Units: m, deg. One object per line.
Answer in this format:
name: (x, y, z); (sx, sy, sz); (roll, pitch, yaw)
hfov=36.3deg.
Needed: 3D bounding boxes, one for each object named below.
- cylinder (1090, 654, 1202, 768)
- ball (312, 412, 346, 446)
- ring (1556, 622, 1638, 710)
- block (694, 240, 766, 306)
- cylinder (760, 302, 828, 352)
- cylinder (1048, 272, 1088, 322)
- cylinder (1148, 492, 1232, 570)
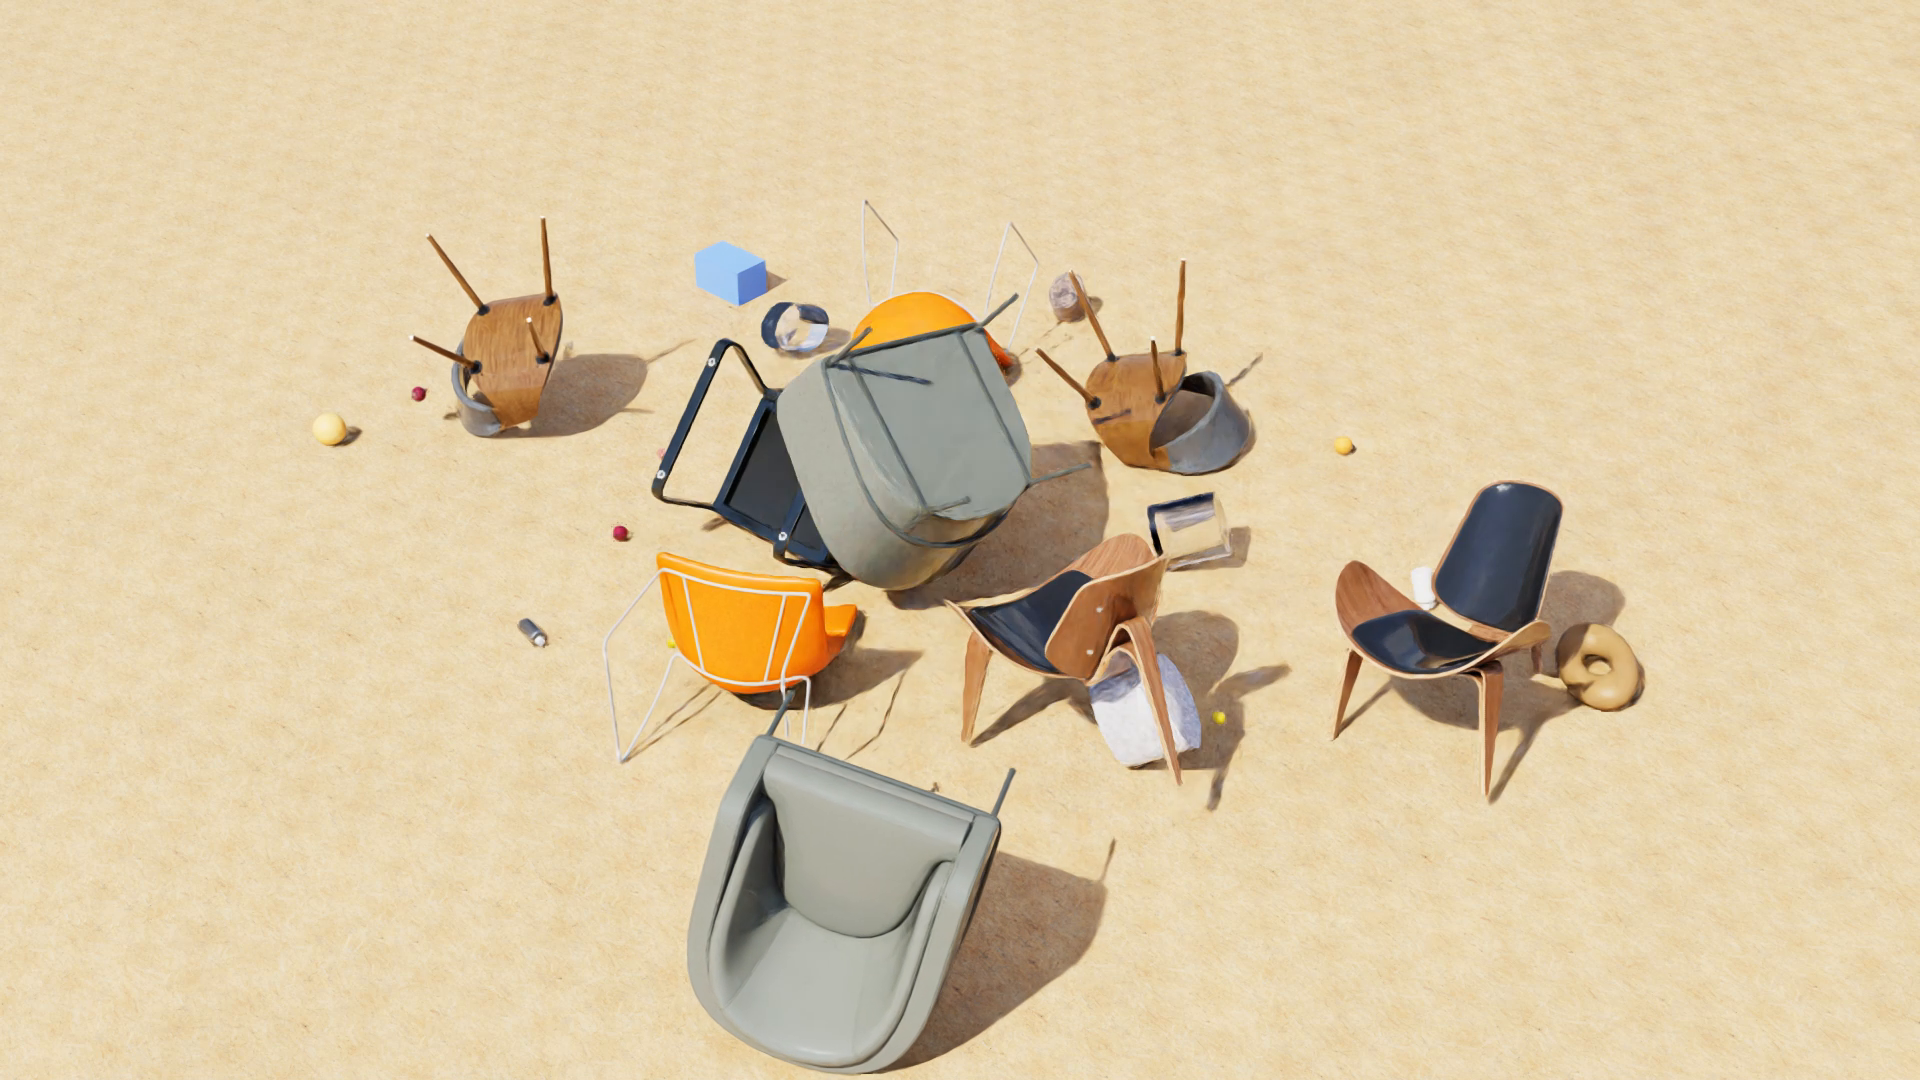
cylinder: (0.610, 0.565, 9.660); (0.296, 0.329, 0.146); (-21, 3, 41)
ball: (-2.469, -0.436, 11.487); (0.129, 0.129, 0.129); (0, 33, 0)
ring: (2.206, 0.433, 10.153); (0.266, 0.104, 0.413); (-14, 40, 1)
block: (-0.980, -1.140, 12.531); (0.265, 0.158, 0.166); (27, 42, 35)
cylinder: (-0.678, -0.875, 12.030); (0.179, 0.226, 0.177); (3, 59, -50)
cylinder: (0.456, -1.021, 12.318); (0.148, 0.094, 0.186); (10, 63, 20)
cylinder: (0.839, -0.035, 10.706); (0.247, 0.258, 0.206); (-12, 33, 14)
